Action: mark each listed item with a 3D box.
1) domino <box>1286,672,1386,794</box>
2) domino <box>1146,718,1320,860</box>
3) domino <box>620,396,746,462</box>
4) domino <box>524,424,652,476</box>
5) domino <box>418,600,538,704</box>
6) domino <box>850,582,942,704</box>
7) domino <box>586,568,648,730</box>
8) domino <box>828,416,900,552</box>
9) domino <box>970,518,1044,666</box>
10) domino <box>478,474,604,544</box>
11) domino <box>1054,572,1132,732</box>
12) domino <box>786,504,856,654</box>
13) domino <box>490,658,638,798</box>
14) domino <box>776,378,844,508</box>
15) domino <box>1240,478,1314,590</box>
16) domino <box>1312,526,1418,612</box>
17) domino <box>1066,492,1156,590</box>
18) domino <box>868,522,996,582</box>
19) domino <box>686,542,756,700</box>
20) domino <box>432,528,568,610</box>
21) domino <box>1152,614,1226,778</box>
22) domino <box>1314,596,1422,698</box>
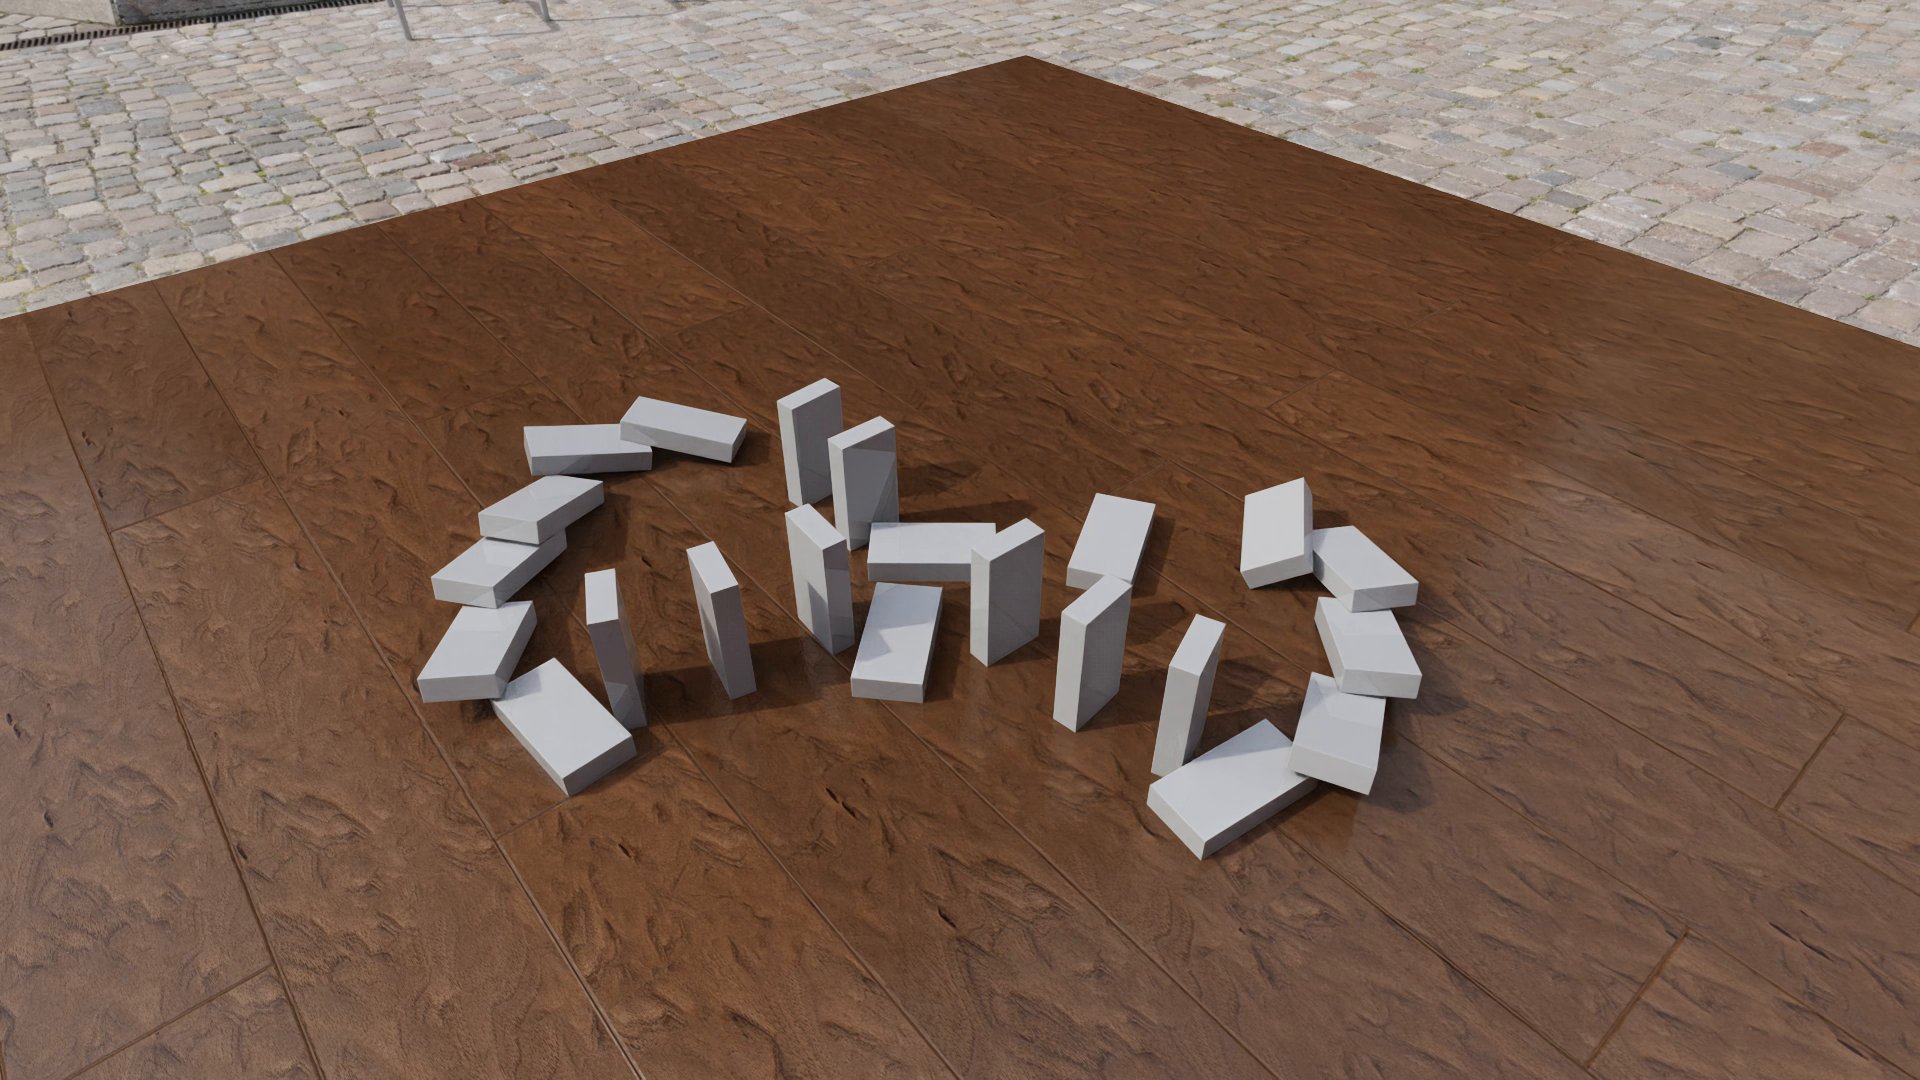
[{"bbox_3d":[0.123,0.062,0.357,0.025,0.010,0.050,16,26,18],"label":"domino"},{"bbox_3d":[0.087,0.078,0.348,0.050,0.010,0.025,-22,44,-25],"label":"domino"},{"bbox_3d":[-0.124,-0.050,0.495,0.050,0.010,0.025,12,33,-2],"label":"domino"},{"bbox_3d":[-0.164,-0.040,0.484,0.050,0.009,0.025,-5,38,-27],"label":"domino"},{"bbox_3d":[-0.169,0.038,0.388,0.025,0.009,0.050,-4,26,-4],"label":"domino"},{"bbox_3d":[-0.022,0.036,0.399,0.025,0.010,0.050,4,40,5],"label":"domino"},{"bbox_3d":[-0.114,0.037,0.366,0.009,0.050,0.025,-10,40,-12],"label":"domino"},{"bbox_3d":[-0.038,-0.022,0.438,0.025,0.050,0.009,-28,47,-30],"label":"domino"},{"bbox_3d":[0.016,0.019,0.388,0.025,0.050,0.009,-28,47,-30],"label":"domino"},{"bbox_3d":[-0.169,-0.013,0.448,0.025,0.009,0.050,8,23,10],"label":"domino"},{"bbox_3d":[0.044,0.038,0.365,0.009,0.050,0.025,29,48,31],"label":"domino"},{"bbox_3d":[-0.050,0.014,0.394,0.010,0.050,0.025,-25,46,-28],"label":"domino"},{"bbox_3d":[-0.133,0.062,0.368,0.025,0.010,0.050,-32,49,-33],"label":"domino"},{"bbox_3d":[-0.061,-0.040,0.460,0.010,0.050,0.025,32,49,33],"label":"domino"},{"bbox_3d":[0.126,-0.003,0.438,0.025,0.009,0.050,-19,31,29],"label":"domino"},{"bbox_3d":[0.150,0.010,0.422,0.025,0.010,0.050,-6,26,-7],"label":"domino"},{"bbox_3d":[0.061,0.001,0.442,0.025,0.009,0.050,12,41,14],"label":"domino"},{"bbox_3d":[-0.011,0.005,0.438,0.050,0.009,0.025,0,39,0],"label":"domino"},{"bbox_3d":[-0.082,0.028,0.377,0.009,0.050,0.025,-19,43,-22],"label":"domino"},{"bbox_3d":[-0.177,0.008,0.425,0.025,0.009,0.050,8,28,9],"label":"domino"},{"bbox_3d":[0.072,0.051,0.349,0.009,0.050,0.025,19,43,21],"label":"domino"},{"bbox_3d":[0.143,0.037,0.389,0.025,0.009,0.050,4,26,5],"label":"domino"}]
